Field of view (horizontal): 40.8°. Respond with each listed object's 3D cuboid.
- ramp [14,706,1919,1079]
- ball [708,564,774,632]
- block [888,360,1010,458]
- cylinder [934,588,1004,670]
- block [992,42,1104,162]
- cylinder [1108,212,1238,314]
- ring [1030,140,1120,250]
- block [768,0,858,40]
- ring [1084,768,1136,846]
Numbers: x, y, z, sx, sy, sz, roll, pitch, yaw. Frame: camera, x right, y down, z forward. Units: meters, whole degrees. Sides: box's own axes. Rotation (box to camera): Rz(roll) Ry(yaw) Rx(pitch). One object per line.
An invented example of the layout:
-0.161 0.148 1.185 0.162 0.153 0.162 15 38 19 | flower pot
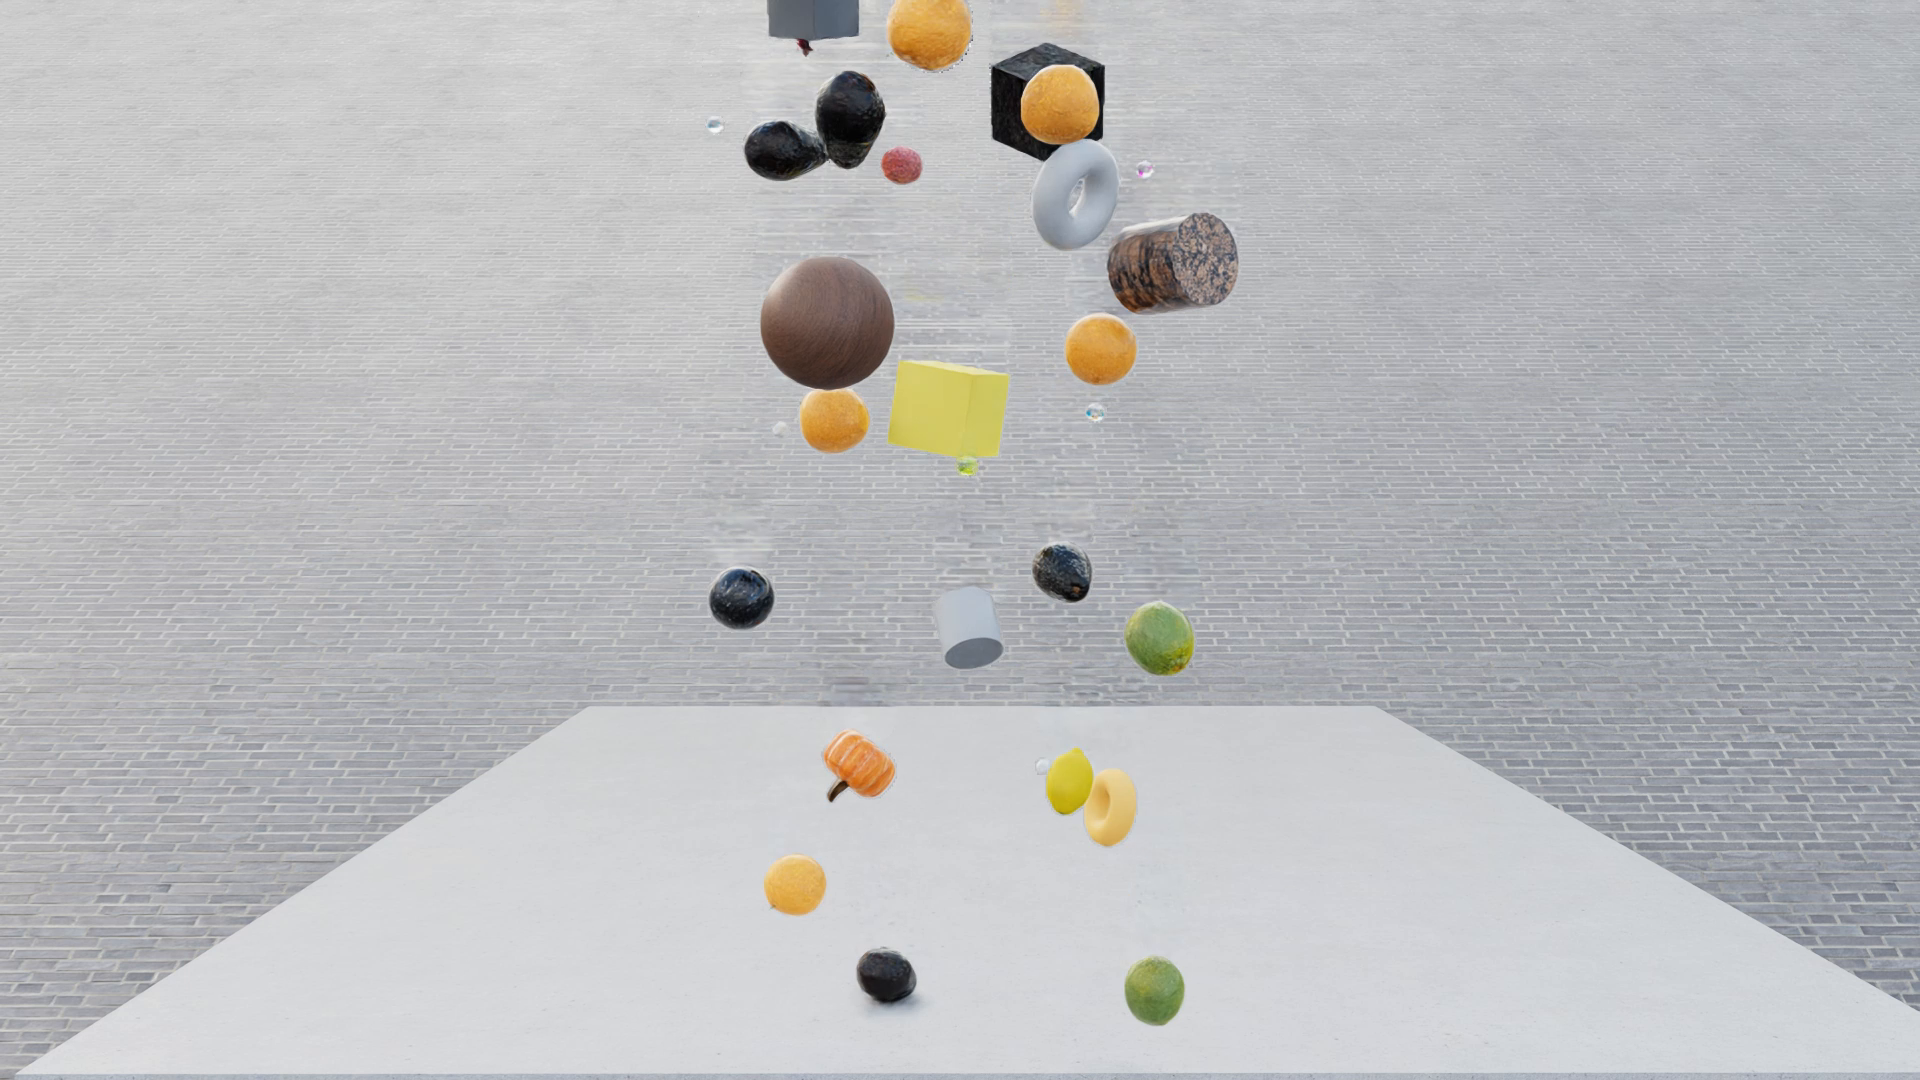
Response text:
0.058 0.526 4.564 2.000 0.100 4.000 0 2 0 | ramp
-0.218 0.058 2.569 0.066 0.066 0.066 0 26 0 | ball
-0.012 -0.138 2.701 0.087 0.087 0.087 12 9 26 | block
0.008 0.085 2.474 0.057 0.057 0.057 -5 57 -11 | cylinder
0.084 -0.421 2.480 0.076 0.076 0.076 -30 44 -34 | block
0.206 -0.267 2.500 0.090 0.090 0.090 -22 12 -38 | cylinder
0.111 -0.331 2.475 0.036 0.109 0.109 26 36 38 | ring
-0.142 -0.516 2.482 0.062 0.062 0.062 12 21 37 | block
0.169 0.300 2.900 0.029 0.088 0.088 10 20 -25 | ring
